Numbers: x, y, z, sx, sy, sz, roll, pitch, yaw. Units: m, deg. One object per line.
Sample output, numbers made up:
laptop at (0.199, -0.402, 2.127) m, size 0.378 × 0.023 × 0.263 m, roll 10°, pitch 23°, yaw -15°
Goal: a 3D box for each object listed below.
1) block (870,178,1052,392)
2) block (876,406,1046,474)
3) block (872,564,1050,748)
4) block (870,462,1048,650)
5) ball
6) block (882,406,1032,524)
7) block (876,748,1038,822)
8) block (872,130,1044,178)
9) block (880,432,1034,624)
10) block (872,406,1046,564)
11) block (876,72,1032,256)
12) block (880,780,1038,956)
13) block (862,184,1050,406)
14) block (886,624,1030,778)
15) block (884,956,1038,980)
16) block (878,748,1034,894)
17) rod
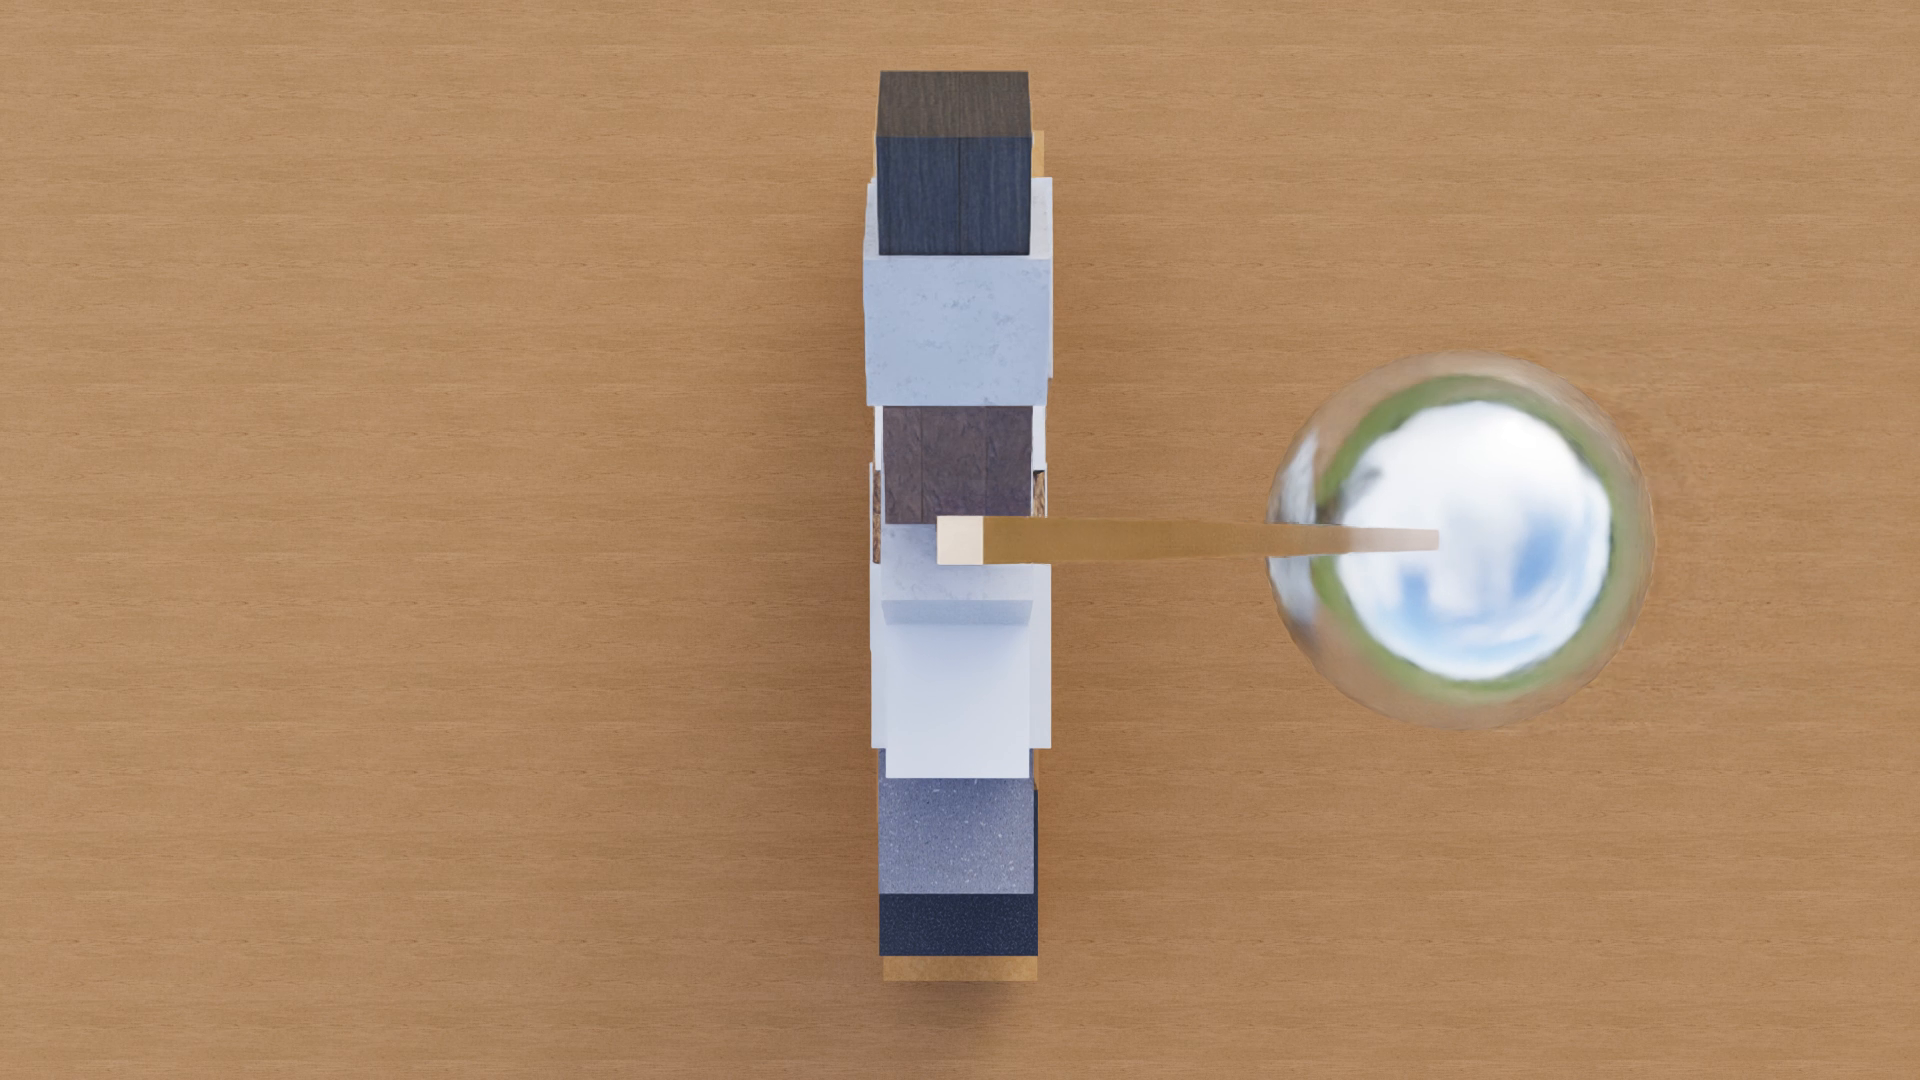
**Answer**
block at (0.007, -1.237, 10.985) m, size 0.878 × 0.780 × 0.977 m, roll 0°, pitch 86°, yaw 0°
block at (0.002, -0.669, 10.059) m, size 0.748 × 0.695 × 0.720 m, roll 0°, pitch 90°, yaw 0°
block at (0.006, 0.547, 10.855) m, size 0.844 × 0.999 × 0.867 m, roll 0°, pitch 90°, yaw 0°
block at (-0.008, 0.081, 11.862) m, size 0.926 × 0.760 × 0.980 m, roll 0°, pitch 91°, yaw 0°
ball at (2.074, 0.000, 9.207) m, size 1.600 × 1.600 × 1.600 m, roll 0°, pitch 90°, yaw 0°
block at (-0.009, -0.450, 8.679) m, size 0.568 × 0.558 × 0.551 m, roll 0°, pitch 126°, yaw 0°
block at (-0.013, 1.117, 12.545) m, size 0.893 × 0.910 × 0.869 m, roll 0°, pitch 90°, yaw 0°
block at (-0.010, -1.646, 11.861) m, size 0.892 × 0.906 × 0.958 m, roll 0°, pitch 90°, yaw 0°
block at (-0.012, -0.048, 9.328) m, size 0.622 × 0.644 × 0.723 m, roll 0°, pitch 79°, yaw 0°
block at (-0.005, -0.298, 10.890) m, size 0.817 × 0.963 × 0.810 m, roll 0°, pitch 90°, yaw 0°
block at (-0.021, -1.379, 8.029) m, size 0.545 × 0.554 × 0.468 m, roll 0°, pitch 126°, yaw 0°
block at (-0.007, 1.700, 11.639) m, size 0.809 × 0.851 × 0.846 m, roll 0°, pitch 90°, yaw 0°
block at (-0.012, -0.934, 8.347) m, size 0.677 × 0.601 × 0.623 m, roll 0°, pitch 126°, yaw 0°
block at (-0.011, 0.684, 9.968) m, size 0.624 × 0.774 × 0.706 m, roll 0°, pitch 90°, yaw 0°
block at (0.002, 1.990, 12.533) m, size 0.844 × 0.934 × 0.857 m, roll 0°, pitch 90°, yaw 0°
block at (-0.019, 1.337, 10.851) m, size 0.739 × 0.729 × 0.702 m, roll 0°, pitch 90°, yaw 0°
rod at (0.899, 0.000, 6.017) m, size 0.080 × 5.200 × 0.080 m, roll 0°, pitch 90°, yaw 20°
